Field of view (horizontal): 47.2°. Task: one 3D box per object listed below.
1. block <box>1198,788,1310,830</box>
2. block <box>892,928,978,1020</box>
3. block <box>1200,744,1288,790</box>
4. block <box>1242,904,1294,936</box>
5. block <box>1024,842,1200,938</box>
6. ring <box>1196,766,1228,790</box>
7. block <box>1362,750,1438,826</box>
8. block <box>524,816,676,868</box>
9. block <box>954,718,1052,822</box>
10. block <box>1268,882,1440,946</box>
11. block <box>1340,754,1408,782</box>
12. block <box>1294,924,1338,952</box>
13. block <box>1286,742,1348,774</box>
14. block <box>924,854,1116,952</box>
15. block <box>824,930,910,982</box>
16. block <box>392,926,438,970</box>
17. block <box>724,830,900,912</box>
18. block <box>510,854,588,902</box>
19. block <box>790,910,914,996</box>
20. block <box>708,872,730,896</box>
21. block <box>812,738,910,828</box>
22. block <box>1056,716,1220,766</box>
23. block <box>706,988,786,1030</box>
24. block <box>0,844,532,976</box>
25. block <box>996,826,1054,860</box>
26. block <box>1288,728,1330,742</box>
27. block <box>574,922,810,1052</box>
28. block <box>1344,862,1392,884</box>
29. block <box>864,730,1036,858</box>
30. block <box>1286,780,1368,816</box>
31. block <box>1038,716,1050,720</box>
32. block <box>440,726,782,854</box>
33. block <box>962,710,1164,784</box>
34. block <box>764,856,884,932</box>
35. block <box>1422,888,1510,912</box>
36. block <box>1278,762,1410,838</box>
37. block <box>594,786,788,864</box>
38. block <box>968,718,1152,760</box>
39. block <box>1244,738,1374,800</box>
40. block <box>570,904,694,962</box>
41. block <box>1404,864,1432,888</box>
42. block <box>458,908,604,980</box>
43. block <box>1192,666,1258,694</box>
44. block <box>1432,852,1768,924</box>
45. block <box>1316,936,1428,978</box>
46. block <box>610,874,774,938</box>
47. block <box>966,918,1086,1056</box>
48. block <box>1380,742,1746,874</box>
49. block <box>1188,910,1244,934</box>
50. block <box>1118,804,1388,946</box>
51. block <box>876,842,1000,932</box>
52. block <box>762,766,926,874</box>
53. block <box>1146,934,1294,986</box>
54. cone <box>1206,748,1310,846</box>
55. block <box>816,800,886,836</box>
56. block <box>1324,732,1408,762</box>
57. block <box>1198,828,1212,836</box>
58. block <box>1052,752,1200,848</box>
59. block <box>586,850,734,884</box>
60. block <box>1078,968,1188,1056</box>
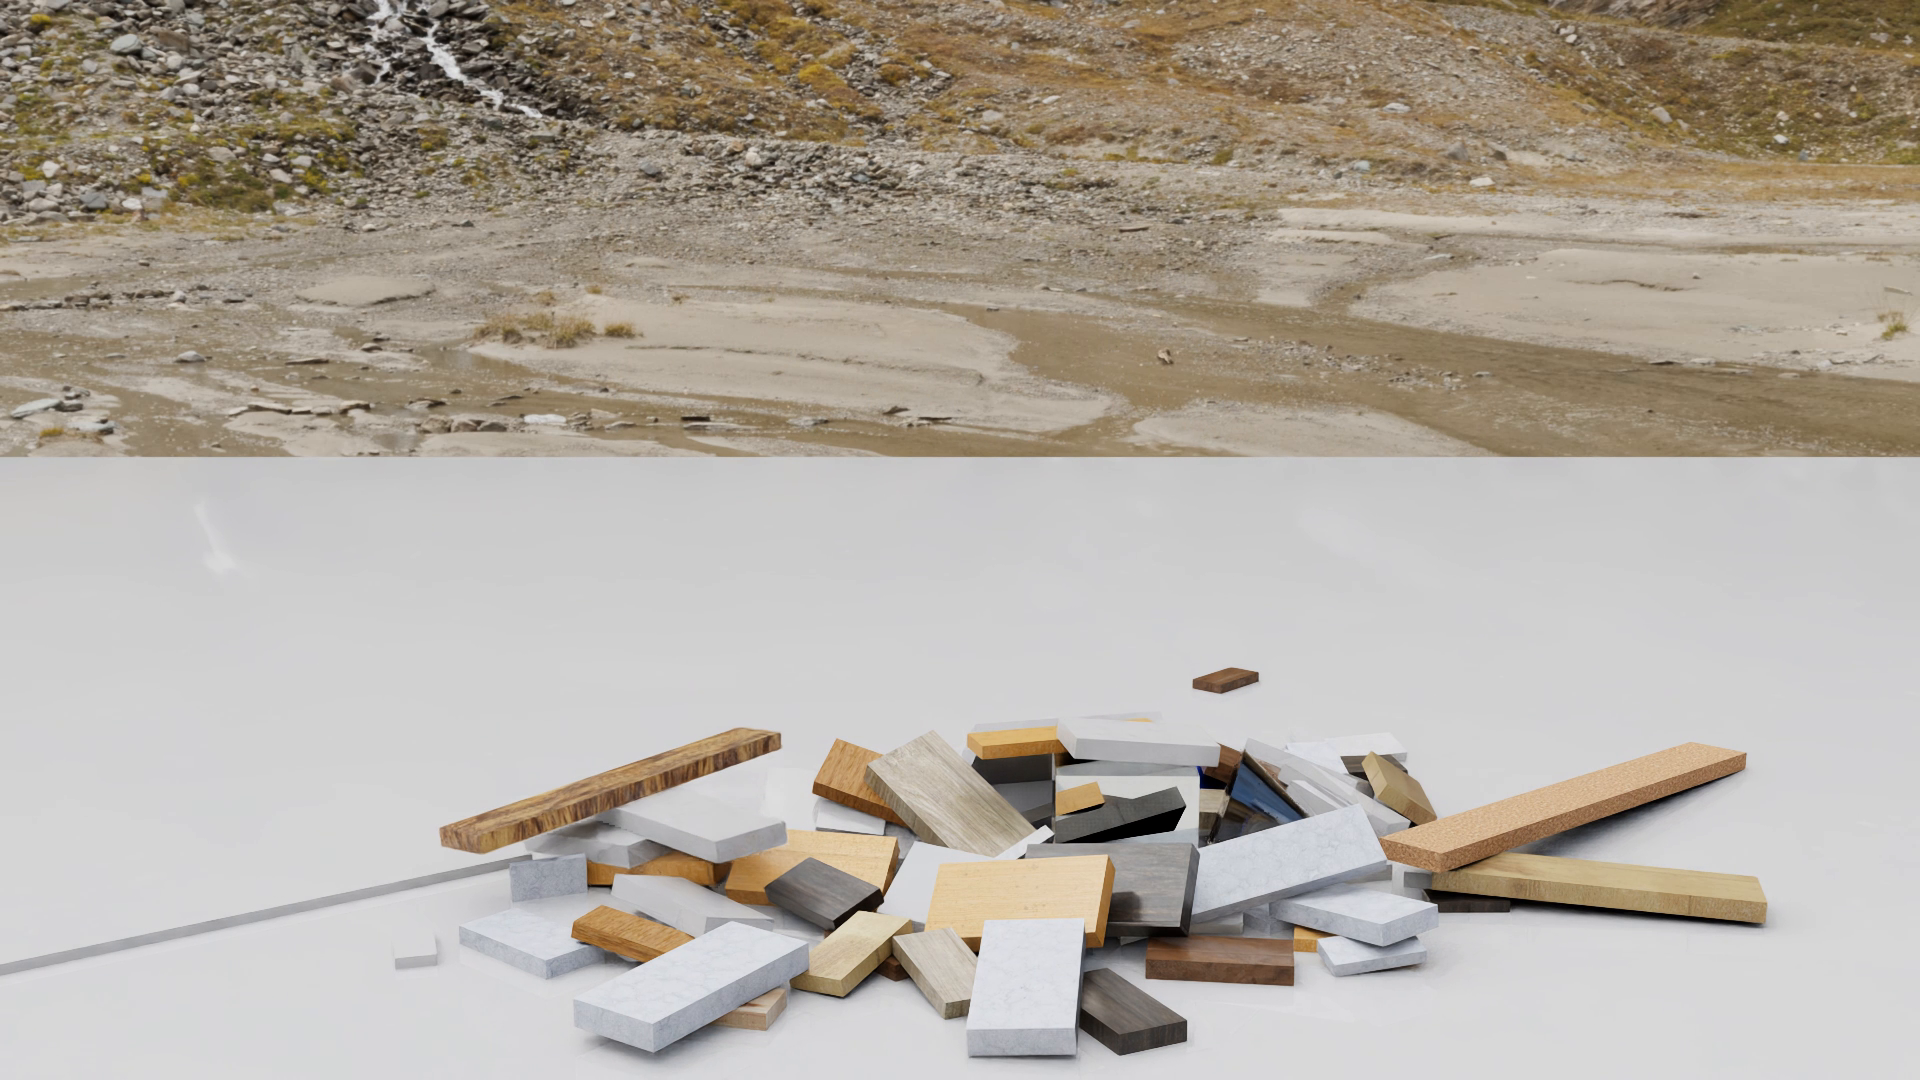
[{"bbox_3d":[0.519,0.481,3.906,0.225,0.032,0.113,3,15,-8],"label":"block"},{"bbox_3d":[-0.017,0.638,3.248,0.097,0.027,0.200,-5,21,-24],"label":"block"},{"bbox_3d":[0.544,0.433,4.019,0.225,0.032,0.112,22,13,-9],"label":"block"},{"bbox_3d":[0.527,0.602,3.549,0.148,0.021,0.074,-8,13,-36],"label":"block"},{"bbox_3d":[0.228,0.547,3.440,0.280,0.140,0.040,-4,-35,26],"label":"block"},{"bbox_3d":[0.315,0.441,4.129,0.384,0.128,0.384,1,11,0],"label":"ring"},{"bbox_3d":[0.817,0.465,4.099,0.112,0.032,0.223,33,10,-3],"label":"block"},{"bbox_3d":[-0.607,0.509,3.768,0.273,0.039,0.136,1,12,40],"label":"block"},{"bbox_3d":[0.041,0.442,3.918,0.335,0.047,0.167,-16,54,-22],"label":"block"},{"bbox_3d":[0.612,0.579,3.432,0.122,0.035,0.245,-10,8,-35],"label":"block"},{"bbox_3d":[0.751,0.455,4.311,0.225,0.032,0.112,-1,11,-7],"label":"block"},{"bbox_3d":[0.596,0.623,3.432,0.148,0.021,0.074,2,11,10],"label":"block"},{"bbox_3d":[0.693,0.448,4.220,0.093,0.026,0.185,-2,27,-7],"label":"block"},{"bbox_3d":[0.091,0.560,3.379,0.280,0.040,0.140,-6,45,22],"label":"block"},{"bbox_3d":[-0.118,0.629,3.385,0.093,0.026,0.185,-8,13,-38],"label":"block"},{"bbox_3d":[-0.844,0.630,3.403,0.063,0.018,0.125,-3,11,-16],"label":"block"},{"bbox_3d":[-0.243,0.545,3.630,0.263,0.037,0.131,2,44,13],"label":"block"},{"bbox_3d":[-0.684,0.561,3.653,0.125,0.063,0.018,-4,11,-23],"label":"block"},{"bbox_3d":[-0.163,0.621,3.314,0.097,0.027,0.194,2,21,32],"label":"block"},{"bbox_3d":[-0.346,0.569,3.721,0.155,0.022,0.077,-5,11,-23],"label":"block"},{"bbox_3d":[-0.130,0.423,3.769,0.220,0.031,0.110,19,41,7],"label":"block"},{"bbox_3d":[0.294,0.333,3.632,0.245,0.035,0.122,5,11,-12],"label":"block"},{"bbox_3d":[-0.353,0.669,3.172,0.185,0.026,0.093,3,11,14],"label":"block"},{"bbox_3d":[-1.291,0.620,3.461,1.316,0.018,0.063,-8,13,-36],"label":"block"},{"bbox_3d":[0.083,0.537,3.597,0.163,0.081,0.023,-29,55,-30],"label":"block"},{"bbox_3d":[0.727,0.417,4.541,0.076,0.021,0.151,0,11,0],"label":"block"},{"bbox_3d":[-0.380,0.636,3.156,0.149,0.042,0.338,8,15,34],"label":"block"},{"bbox_3d":[0.628,0.560,3.754,0.193,0.027,0.096,-3,11,-16],"label":"block"},{"bbox_3d":[-0.009,0.456,3.706,0.149,0.042,0.298,-25,53,-35],"label":"block"},{"bbox_3d":[0.631,0.460,3.793,0.117,0.033,0.234,31,3,18],"label":"block"},{"bbox_3d":[0.213,0.360,4.167,0.151,0.021,0.076,1,14,24],"label":"block"},{"bbox_3d":[-0.589,0.426,3.812,0.110,0.031,0.672,2,12,42],"label":"block"},{"bbox_3d":[0.177,0.367,3.859,0.335,0.047,0.167,-3,-28,-12],"label":"block"},{"bbox_3d":[-0.217,0.565,3.500,0.097,0.027,0.194,-31,26,-31],"label":"block"},{"bbox_3d":[0.831,0.592,3.609,0.129,0.018,0.064,0,11,0],"label":"block"},{"bbox_3d":[0.693,0.469,3.970,0.223,0.032,0.112,30,11,30],"label":"block"},{"bbox_3d":[-0.457,0.469,3.679,0.131,0.037,0.414,-12,11,-36],"label":"block"},{"bbox_3d":[0.180,0.335,3.715,0.327,0.023,0.081,-3,11,-18],"label":"block"},{"bbox_3d":[0.657,0.430,4.129,0.231,0.032,0.112,20,0,32],"label":"block"},{"bbox_3d":[-0.491,0.611,3.371,0.185,0.026,0.093,15,11,16],"label":"block"},{"bbox_3d":[0.822,0.557,3.774,0.096,0.027,0.193,3,11,18],"label":"block"},{"bbox_3d":[-0.664,0.623,3.405,0.220,0.031,0.110,9,14,41],"label":"block"},{"bbox_3d":[0.611,0.322,5.051,0.077,0.022,0.155,9,14,40],"label":"block"},{"bbox_3d":[1.041,0.563,3.609,0.521,0.035,0.122,4,12,12],"label":"block"},{"bbox_3d":[0.627,0.626,3.350,0.148,0.021,0.074,-7,23,-11],"label":"block"},{"bbox_3d":[-0.428,0.585,3.502,0.131,0.037,0.263,11,1,-42],"label":"block"},{"bbox_3d":[0.098,0.635,3.142,0.149,0.042,0.298,-2,19,7],"label":"block"},{"bbox_3d":[1.129,0.474,4.005,0.117,0.033,1.157,10,11,42],"label":"block"},{"bbox_3d":[0.331,0.565,3.512,0.234,0.033,0.117,1,55,3],"label":"block"},{"bbox_3d":[0.448,0.528,3.487,0.442,0.031,0.110,-14,51,-7],"label":"block"},{"bbox_3d":[0.043,0.570,3.454,0.334,0.040,0.140,7,51,33],"label":"block"},{"bbox_3d":[-0.171,0.485,3.782,0.335,0.047,0.167,5,47,0],"label":"block"},{"bbox_3d":[0.395,0.636,3.336,0.220,0.031,0.110,1,11,7],"label":"block"},{"bbox_3d":[0.551,0.509,3.649,0.256,0.256,0.256,19,13,6],"label":"cone"},{"bbox_3d":[-0.184,0.477,3.745,0.115,0.016,0.058,7,47,2],"label":"block"},{"bbox_3d":[0.818,0.424,4.445,0.151,0.021,0.076,-4,28,-18],"label":"block"},{"bbox_3d":[0.510,0.500,4.011,0.093,0.026,0.185,-12,1,37],"label":"block"},{"bbox_3d":[0.272,0.472,3.672,0.231,0.231,0.231,0,11,1],"label":"block"},{"bbox_3d":[-0.516,0.544,3.733,0.273,0.039,0.136,-3,9,18],"label":"block"},{"bbox_3d":[0.219,0.672,3.143,0.110,0.031,0.220,-5,12,-26],"label":"block"}]
